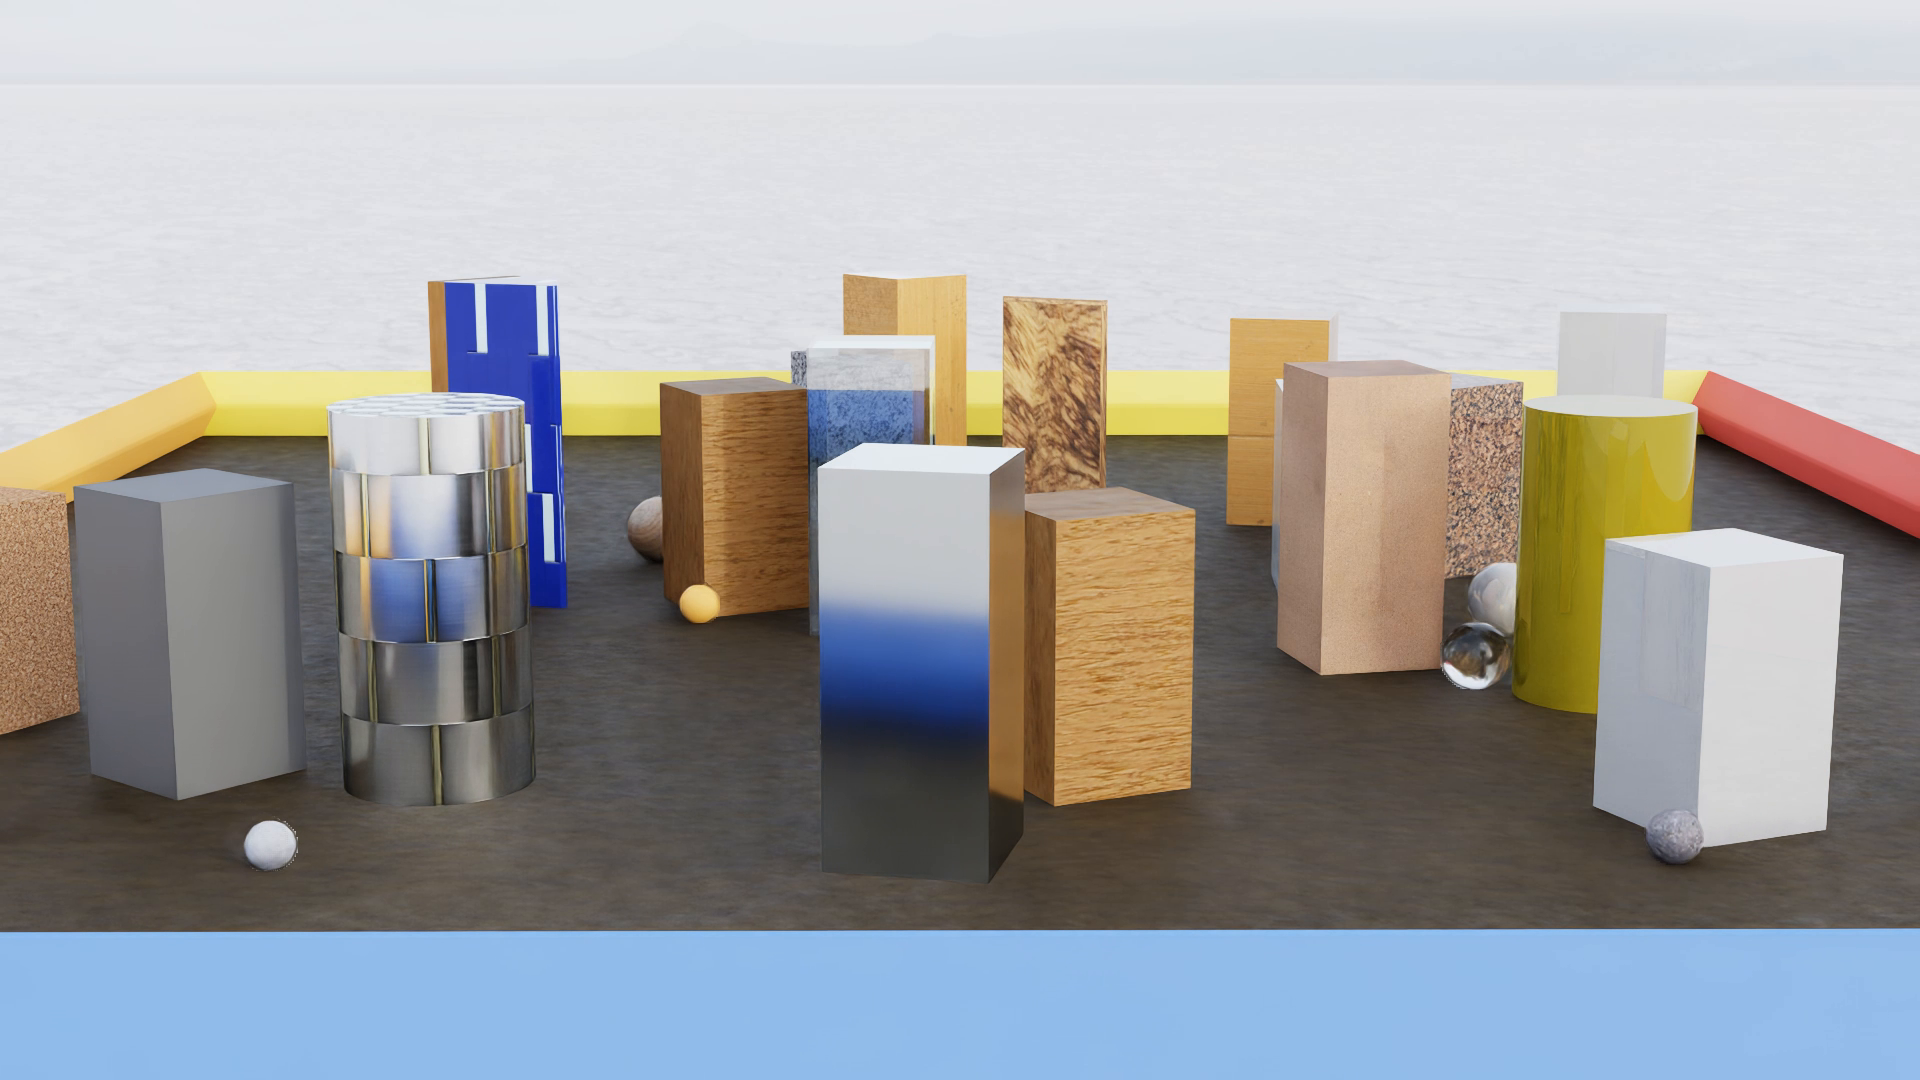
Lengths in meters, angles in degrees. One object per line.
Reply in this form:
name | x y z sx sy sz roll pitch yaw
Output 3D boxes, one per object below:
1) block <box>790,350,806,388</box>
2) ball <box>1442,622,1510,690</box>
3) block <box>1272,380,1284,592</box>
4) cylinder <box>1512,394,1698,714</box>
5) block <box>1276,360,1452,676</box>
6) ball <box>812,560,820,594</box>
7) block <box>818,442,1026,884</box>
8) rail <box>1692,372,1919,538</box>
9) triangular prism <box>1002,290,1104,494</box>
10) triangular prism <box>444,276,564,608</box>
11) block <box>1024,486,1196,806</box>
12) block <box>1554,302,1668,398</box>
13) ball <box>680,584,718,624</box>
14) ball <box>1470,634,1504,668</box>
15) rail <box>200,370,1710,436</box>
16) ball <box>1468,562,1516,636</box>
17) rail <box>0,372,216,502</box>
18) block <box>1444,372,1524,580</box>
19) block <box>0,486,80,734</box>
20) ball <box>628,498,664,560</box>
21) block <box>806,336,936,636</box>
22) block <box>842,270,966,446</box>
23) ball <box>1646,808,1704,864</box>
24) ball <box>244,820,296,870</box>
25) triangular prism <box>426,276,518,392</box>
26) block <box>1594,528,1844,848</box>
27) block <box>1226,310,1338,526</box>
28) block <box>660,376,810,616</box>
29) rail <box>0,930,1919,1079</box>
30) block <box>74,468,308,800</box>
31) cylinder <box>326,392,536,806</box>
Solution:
block | -0.178 -0.188 4.300 0.156 0.251 0.156 -6 12 -29
ball | 0.608 0.136 3.026 0.080 0.080 0.080 0 11 0
block | 0.524 -0.075 3.604 0.156 0.284 0.156 1 11 3
cylinder | 0.746 0.013 2.974 0.195 0.340 0.195 0 11 0
block | 0.494 -0.032 3.156 0.156 0.361 0.156 -2 11 -12
ball | -0.210 0.051 3.571 0.047 0.047 0.047 0 11 0
block | -0.033 0.109 2.367 0.156 0.373 0.156 2 11 13
rail | 1.473 0.031 3.457 0.045 0.126 3.341 0 11 0
triangular prism | 0.172 -0.186 3.931 0.169 0.382 0.146 5 12 26
triangular prism | -0.592 -0.140 3.536 0.169 0.437 0.146 4 11 19
block | 0.132 0.104 2.626 0.156 0.288 0.156 -5 12 -24
block | 0.997 -0.179 3.961 0.156 0.358 0.156 2 11 11
ball | -0.344 0.084 3.383 0.051 0.051 0.051 0 11 0
ball | 0.644 0.135 3.134 0.042 0.042 0.042 0 11 0
rail | -0.009 -0.268 5.068 2.993 0.126 0.045 0 11 0
ball | 0.702 0.076 3.304 0.096 0.096 0.096 0 11 0
rail | -1.473 0.034 3.441 0.045 0.126 3.341 0 11 0
block | 0.707 -0.098 3.753 0.156 0.274 0.156 -8 13 -35
block | -1.108 0.078 2.866 0.156 0.253 0.156 5 12 27
ball | -0.446 -0.016 3.807 0.094 0.094 0.094 0 11 0
block | -0.113 -0.073 3.349 0.156 0.373 0.156 0 11 2
block | -0.098 -0.293 4.568 0.156 0.360 0.156 -9 14 -39
ball | 0.660 0.273 2.366 0.051 0.051 0.051 0 11 0
ball | -0.631 0.279 2.347 0.045 0.045 0.045 0 11 0
triangular prism | -0.745 -0.229 4.156 0.169 0.386 0.146 3 11 16
block | 0.732 0.139 2.488 0.156 0.270 0.156 -4 11 -23
block | 0.521 -0.198 4.139 0.156 0.331 0.156 3 11 13
block | -0.305 -0.062 3.493 0.156 0.298 0.156 -5 12 -27
rail | 0.009 0.333 1.830 2.993 0.126 0.045 0 11 0
block | -0.794 0.092 2.650 0.156 0.303 0.156 9 14 39
cylinder | -0.536 0.056 2.610 0.195 0.389 0.195 0 11 0
